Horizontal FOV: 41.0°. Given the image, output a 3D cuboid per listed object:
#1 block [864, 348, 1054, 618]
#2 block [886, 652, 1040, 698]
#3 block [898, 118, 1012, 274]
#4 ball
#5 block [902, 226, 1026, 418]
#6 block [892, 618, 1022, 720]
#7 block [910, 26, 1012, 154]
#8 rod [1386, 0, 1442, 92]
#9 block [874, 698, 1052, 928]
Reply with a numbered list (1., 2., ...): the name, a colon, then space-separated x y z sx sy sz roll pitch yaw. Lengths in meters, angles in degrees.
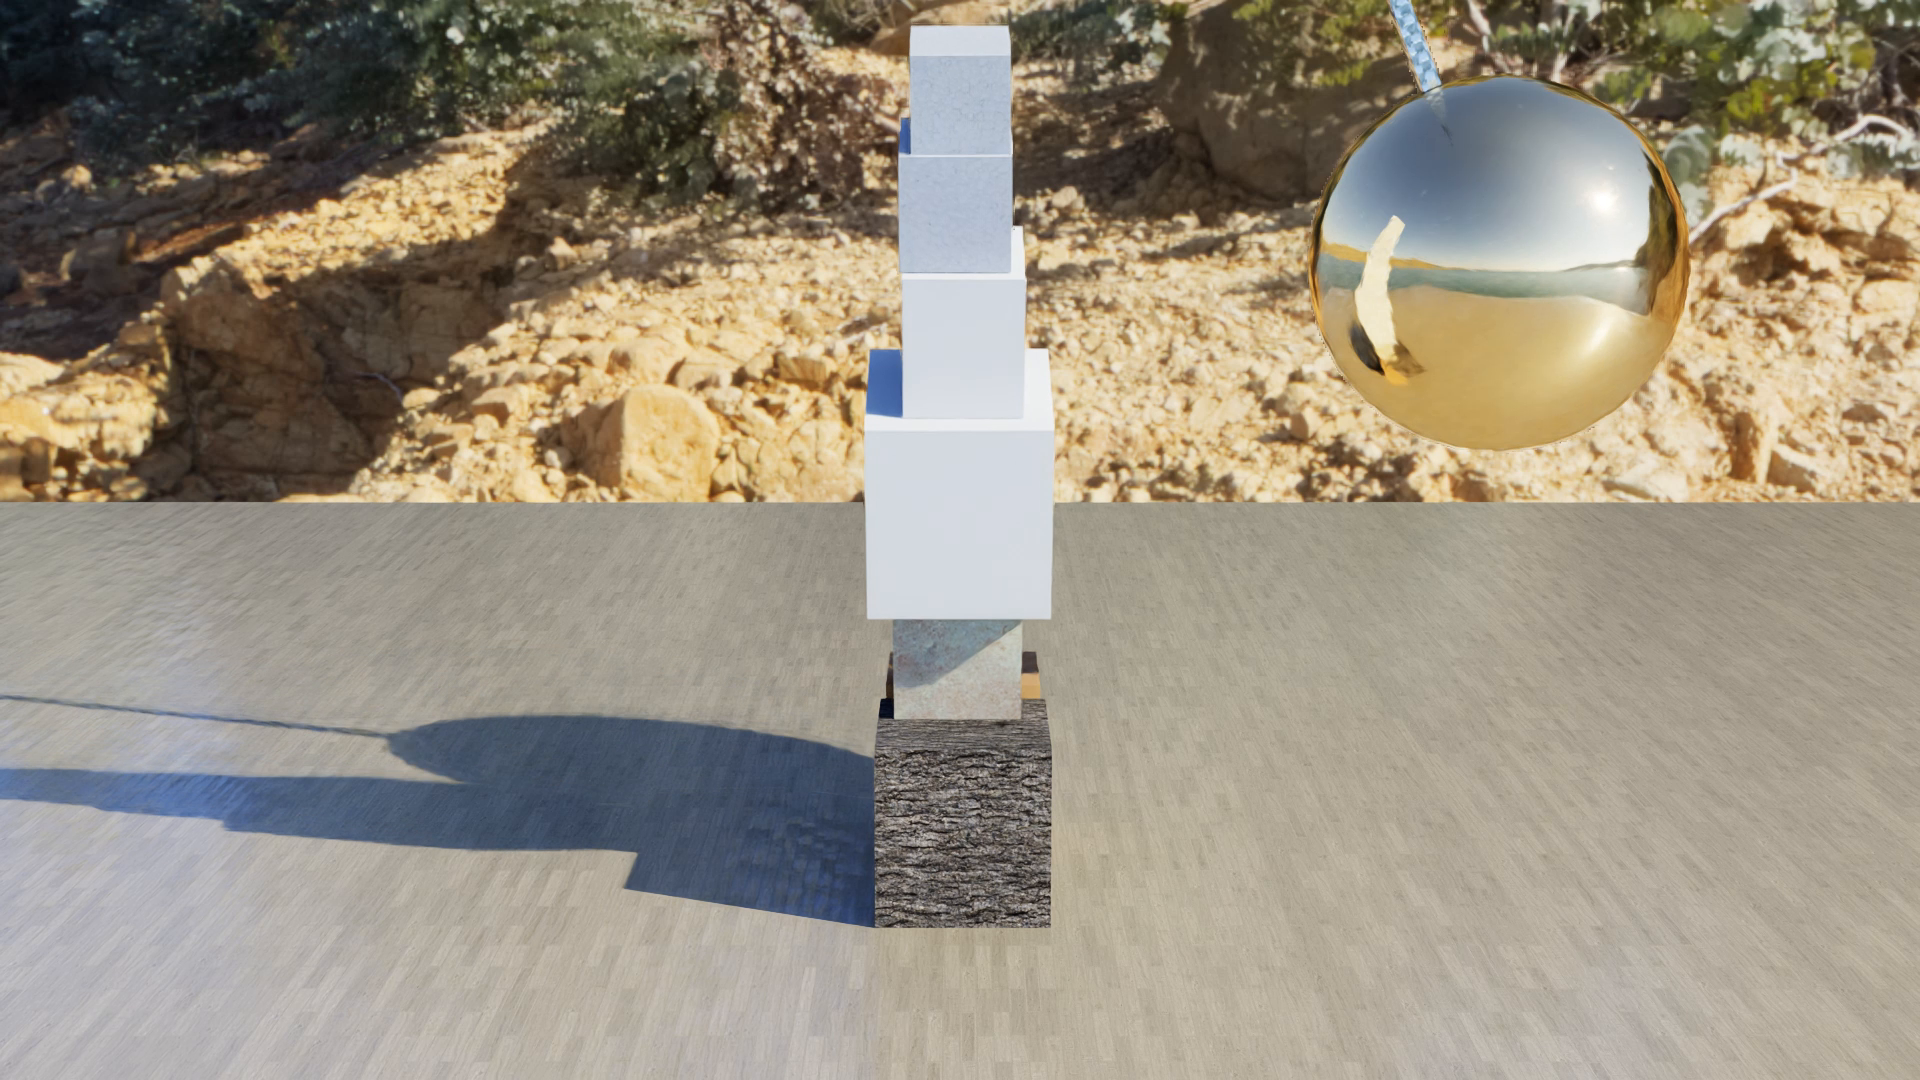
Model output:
1. block: -0.004 -0.245 10.821 0.762 0.866 0.818 0 28 0
2. block: 0.014 0.990 11.812 0.685 0.826 0.675 0 10 0
3. block: -0.018 -1.374 10.224 0.442 0.482 0.460 0 28 0
4. ball: 2.295 -1.180 10.966 1.600 1.600 1.600 0 10 0
5. block: 0.014 -0.893 10.474 0.488 0.603 0.584 0 28 0
6. block: -0.010 0.389 11.158 0.546 0.568 0.562 0 28 0
7. block: 0.000 -1.755 10.006 0.386 0.394 0.389 0 28 0
8. rod: 0.994 -4.271 10.404 0.080 5.200 0.080 -22 10 4
9. block: 0.013 1.160 11.043 0.731 0.766 0.878 0 10 0
